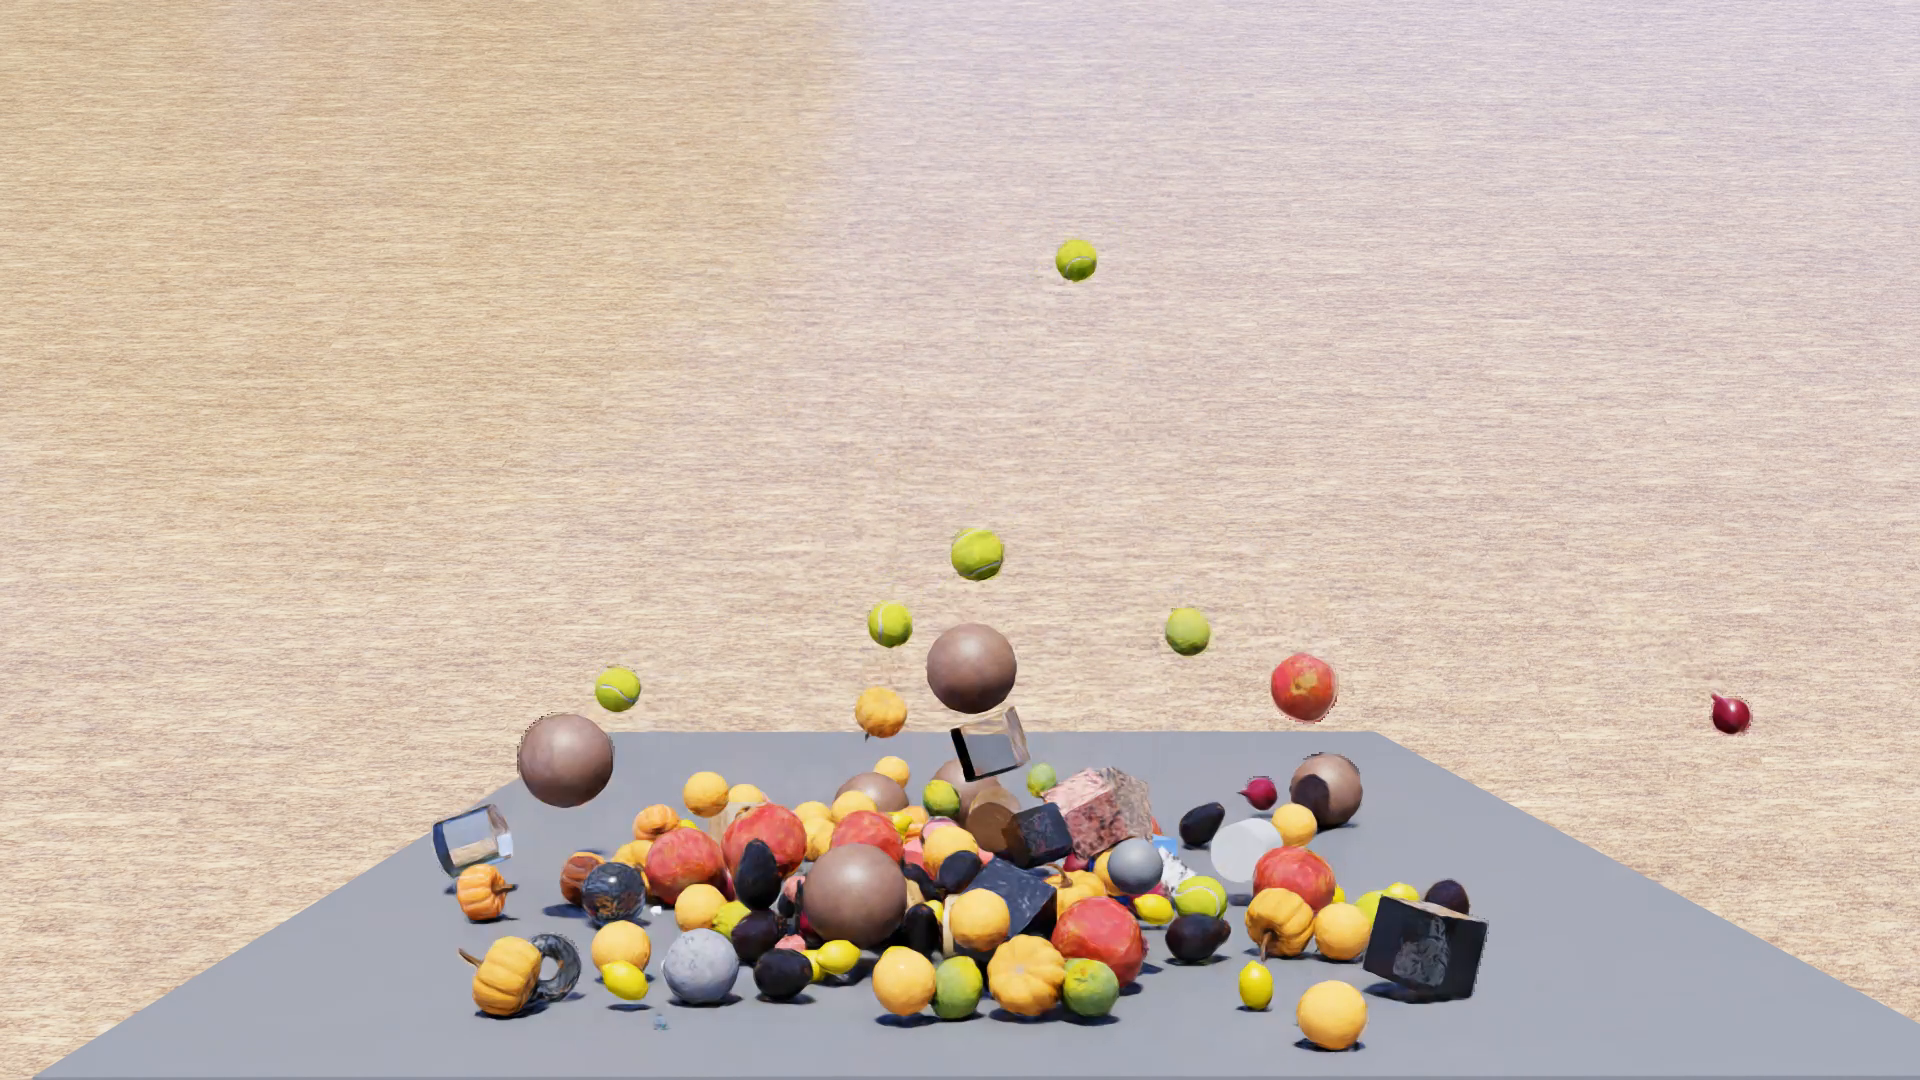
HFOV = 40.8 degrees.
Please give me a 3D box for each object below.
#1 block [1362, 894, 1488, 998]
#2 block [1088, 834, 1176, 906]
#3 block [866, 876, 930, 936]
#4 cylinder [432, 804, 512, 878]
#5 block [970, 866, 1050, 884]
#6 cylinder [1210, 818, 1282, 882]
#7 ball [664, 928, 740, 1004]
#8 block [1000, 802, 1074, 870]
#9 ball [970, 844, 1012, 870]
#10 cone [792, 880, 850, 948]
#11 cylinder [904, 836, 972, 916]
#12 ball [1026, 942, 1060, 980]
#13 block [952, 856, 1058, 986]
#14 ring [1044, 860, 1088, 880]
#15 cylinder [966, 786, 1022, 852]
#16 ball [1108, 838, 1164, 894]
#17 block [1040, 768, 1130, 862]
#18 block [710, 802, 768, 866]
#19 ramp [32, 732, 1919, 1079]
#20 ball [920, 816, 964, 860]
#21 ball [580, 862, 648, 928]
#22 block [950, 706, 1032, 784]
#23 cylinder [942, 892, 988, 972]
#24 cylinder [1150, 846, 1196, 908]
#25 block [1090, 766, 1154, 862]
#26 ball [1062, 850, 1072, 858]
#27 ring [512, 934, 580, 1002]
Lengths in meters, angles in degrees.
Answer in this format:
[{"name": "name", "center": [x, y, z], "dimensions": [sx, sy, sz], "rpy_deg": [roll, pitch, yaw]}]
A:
[{"name": "block", "center": [0.545, 0.476, 3.025], "dimensions": [0.090, 0.090, 0.090], "rpy_deg": [14, 0, -34]}, {"name": "block", "center": [0.252, 0.480, 3.771], "dimensions": [0.091, 0.091, 0.091], "rpy_deg": [-1, 1, -33]}, {"name": "block", "center": [-0.079, 0.466, 3.289], "dimensions": [0.051, 0.051, 0.051], "rpy_deg": [-36, 58, 16]}, {"name": "cylinder", "center": [-0.724, 0.447, 3.841], "dimensions": [0.088, 0.088, 0.088], "rpy_deg": [-19, 27, 7]}, {"name": "block", "center": [0.066, 0.481, 3.377], "dimensions": [0.098, 0.098, 0.098], "rpy_deg": [0, 0, 4]}, {"name": "cylinder", "center": [0.413, 0.447, 3.724], "dimensions": [0.082, 0.082, 0.082], "rpy_deg": [14, 7, 25]}, {"name": "ball", "center": [-0.299, 0.492, 2.983], "dimensions": [0.087, 0.087, 0.087], "rpy_deg": [0, 28, 0]}, {"name": "block", "center": [0.099, 0.381, 3.311], "dimensions": [0.060, 0.060, 0.060], "rpy_deg": [-14, 68, -26]}, {"name": "ball", "center": [0.046, 0.489, 3.993], "dimensions": [0.067, 0.067, 0.067], "rpy_deg": [0, 28, 0]}, {"name": "cone", "center": [-0.195, 0.472, 3.344], "dimensions": [0.081, 0.081, 0.081], "rpy_deg": [-19, 20, 7]}, {"name": "cylinder", "center": [-0.029, 0.474, 3.661], "dimensions": [0.093, 0.093, 0.093], "rpy_deg": [-6, 7, 1]}, {"name": "ball", "center": [0.096, 0.508, 3.138], "dimensions": [0.051, 0.051, 0.051], "rpy_deg": [0, 28, 0]}, {"name": "block", "center": [0.054, 0.455, 3.089], "dimensions": [0.090, 0.090, 0.090], "rpy_deg": [25, 51, 25]}, {"name": "ring", "center": [0.165, 0.511, 3.994], "dimensions": [0.075, 0.025, 0.075], "rpy_deg": [0, 2, 0]}, {"name": "cylinder", "center": [0.048, 0.395, 3.653], "dimensions": [0.073, 0.073, 0.073], "rpy_deg": [3, 13, 5]}, {"name": "ball", "center": [0.212, 0.394, 3.119], "dimensions": [0.068, 0.068, 0.068], "rpy_deg": [0, 28, 0]}, {"name": "block", "center": [0.164, 0.359, 3.383], "dimensions": [0.075, 0.075, 0.075], "rpy_deg": [-28, 24, -8]}, {"name": "block", "center": [-0.357, 0.475, 4.177], "dimensions": [0.091, 0.091, 0.091], "rpy_deg": [0, 1, -4]}, {"name": "ramp", "center": [0.063, 0.565, 4.605], "dimensions": [2.000, 0.100, 4.000], "rpy_deg": [0, 1, 0]}, {"name": "ball", "center": [-0.026, 0.413, 3.575], "dimensions": [0.060, 0.060, 0.060], "rpy_deg": [0, 28, 0]}, {"name": "ball", "center": [-0.473, 0.484, 3.530], "dimensions": [0.090, 0.090, 0.090], "rpy_deg": [0, 28, 0]}, {"name": "block", "center": [0.051, 0.338, 4.274], "dimensions": [0.093, 0.093, 0.093], "rpy_deg": [-18, 1, 16]}, {"name": "cylinder", "center": [0.030, 0.486, 3.193], "dimensions": [0.093, 0.093, 0.093], "rpy_deg": [4, 28, 7]}, {"name": "cylinder", "center": [0.295, 0.482, 3.692], "dimensions": [0.062, 0.062, 0.062], "rpy_deg": [38, 40, 15]}, {"name": "block", "center": [0.207, 0.391, 3.677], "dimensions": [0.094, 0.094, 0.094], "rpy_deg": [-22, 57, 32]}, {"name": "ball", "center": [0.145, 0.440, 3.848], "dimensions": [0.068, 0.068, 0.068], "rpy_deg": [0, 28, 0]}, {"name": "ring", "center": [-0.480, 0.498, 3.001], "dimensions": [0.079, 0.079, 0.026], "rpy_deg": [-9, -8, -17]}]
